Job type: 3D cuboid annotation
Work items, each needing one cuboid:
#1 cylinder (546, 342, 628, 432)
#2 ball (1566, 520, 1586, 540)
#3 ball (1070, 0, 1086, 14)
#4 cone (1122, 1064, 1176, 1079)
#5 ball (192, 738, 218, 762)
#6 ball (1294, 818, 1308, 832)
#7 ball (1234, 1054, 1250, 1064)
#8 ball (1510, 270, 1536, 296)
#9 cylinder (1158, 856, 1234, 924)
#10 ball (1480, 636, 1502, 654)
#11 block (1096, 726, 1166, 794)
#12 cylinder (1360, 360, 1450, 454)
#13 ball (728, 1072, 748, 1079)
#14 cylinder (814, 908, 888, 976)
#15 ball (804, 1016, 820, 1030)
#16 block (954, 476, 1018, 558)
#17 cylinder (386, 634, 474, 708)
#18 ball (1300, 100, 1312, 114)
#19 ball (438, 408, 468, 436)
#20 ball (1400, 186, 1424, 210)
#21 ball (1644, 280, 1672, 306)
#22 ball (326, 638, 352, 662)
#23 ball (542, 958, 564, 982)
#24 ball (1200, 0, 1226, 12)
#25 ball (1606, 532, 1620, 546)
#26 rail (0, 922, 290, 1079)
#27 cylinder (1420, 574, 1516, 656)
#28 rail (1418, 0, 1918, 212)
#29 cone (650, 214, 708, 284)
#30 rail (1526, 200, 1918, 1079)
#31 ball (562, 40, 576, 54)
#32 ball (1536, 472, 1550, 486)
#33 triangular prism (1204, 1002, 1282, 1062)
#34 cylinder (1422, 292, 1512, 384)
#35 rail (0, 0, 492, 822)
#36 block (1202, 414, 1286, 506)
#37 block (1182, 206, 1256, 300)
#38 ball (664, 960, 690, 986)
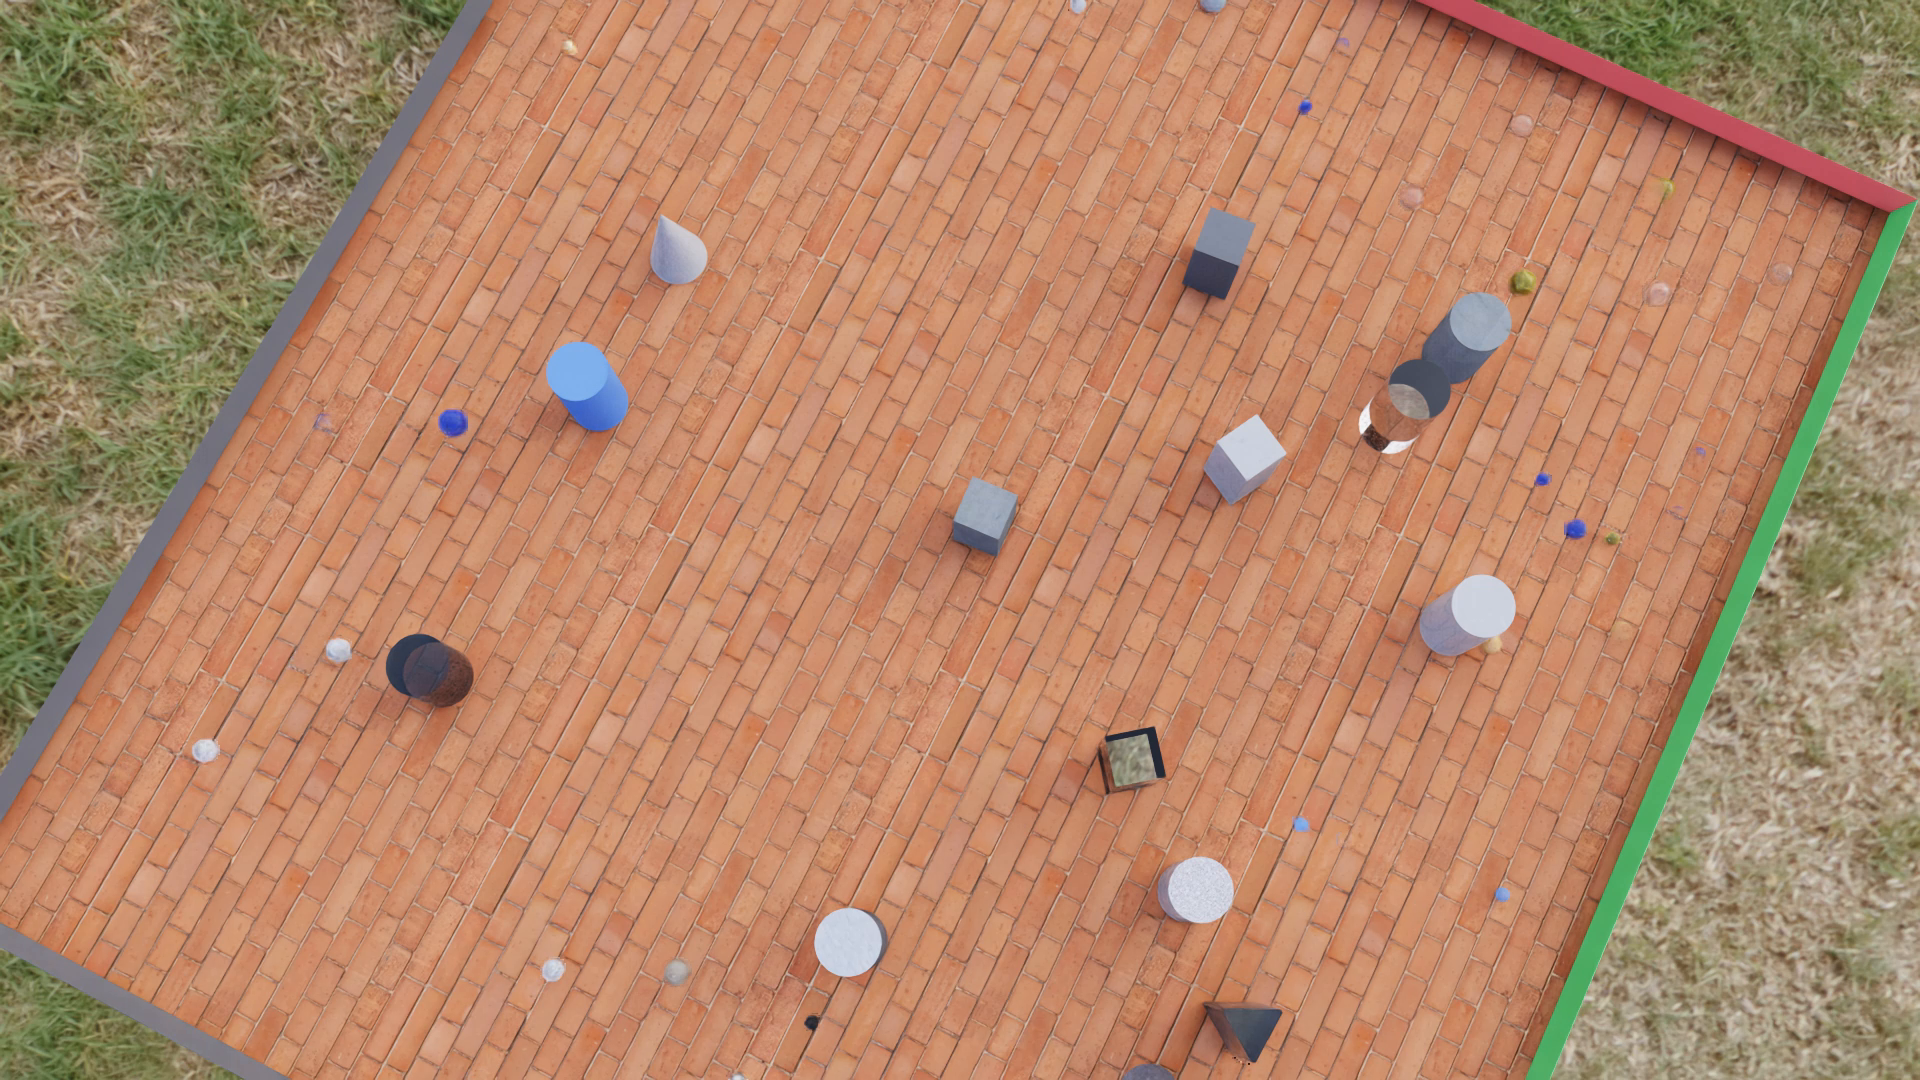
[{"bbox_3d":[-1.122,-0.460,5.539,0.181,0.338,0.181,0,78,0],"label":"cylinder"},{"bbox_3d":[1.881,-0.033,5.592,0.061,0.061,0.061,0,78,0],"label":"ball"},{"bbox_3d":[0.383,-1.738,5.948,0.053,0.053,0.053,0,78,0],"label":"ball"},{"bbox_3d":[0.545,1.570,5.116,0.181,0.344,0.181,0,78,0],"label":"cone"},{"bbox_3d":[-2.245,0.626,5.451,0.071,0.071,0.071,0,78,0],"label":"ball"},{"bbox_3d":[1.009,0.842,5.421,0.042,0.042,0.042,0,78,0],"label":"ball"},{"bbox_3d":[0.820,1.479,5.280,0.057,0.057,0.057,0,78,0],"label":"ball"},{"bbox_3d":[1.765,-0.807,5.741,0.082,0.082,0.082,0,78,0],"label":"ball"},{"bbox_3d":[0.672,1.005,5.254,0.181,0.303,0.181,0,78,0],"label":"cylinder"},{"bbox_3d":[1.598,0.312,5.517,0.063,0.063,0.063,0,78,0],"label":"ball"},{"bbox_3d":[0.493,0.642,5.315,0.145,0.331,0.145,-11,79,-2],"label":"block"},{"bbox_3d":[1.330,-0.396,5.496,0.181,0.395,0.181,0,78,0],"label":"cylinder"},{"bbox_3d":[-0.638,1.557,5.265,0.058,0.058,0.058,0,78,0],"label":"ball"},{"bbox_3d":[-0.302,1.131,5.162,0.181,0.433,0.181,0,78,0],"label":"cylinder"},{"bbox_3d":[-0.428,1.398,5.306,0.041,0.041,0.041,0,78,0],"label":"ball"},{"bbox_3d":[0.075,-0.067,5.494,0.145,0.266,0.145,23,79,5],"label":"block"},{"bbox_3d":[-1.558,0.387,5.396,0.181,0.274,0.181,0,78,0],"label":"cylinder"},{"bbox_3d":[1.110,-1.391,5.882,0.042,0.042,0.042,0,78,0],"label":"ball"},{"bbox_3d":[-1.564,-0.361,5.646,0.088,0.088,0.088,0,78,0],"label":"ball"},{"bbox_3d":[1.432,-1.084,5.802,0.076,0.076,0.076,0,78,0],"label":"ball"},{"bbox_3d":[2.184,-0.774,5.735,0.081,0.081,0.081,0,78,0],"label":"ball"},{"bbox_3d":[-1.869,0.332,5.510,0.074,0.074,0.074,0,78,0],"label":"ball"},{"bbox_3d":[-1.183,1.250,5.325,0.065,0.065,0.065,0,78,0],"label":"ball"},{"bbox_3d":[0.821,-1.755,5.934,0.088,0.088,0.088,0,78,0],"label":"ball"},{"bbox_3d":[1.992,-0.003,5.595,0.043,0.043,0.043,0,78,0],"label":"ball"},{"bbox_3d":[-1.019,2.003,5.141,4.384,0.118,0.045,26,80,5],"label":"rail"},{"bbox_3d":[1.485,0.225,5.379,0.181,0.373,0.181,0,78,0],"label":"cylinder"},{"bbox_3d":[1.019,-1.990,5.966,4.384,0.118,0.045,26,80,5],"label":"rail"},{"bbox_3d":[-0.890,-0.932,5.622,0.181,0.366,0.181,0,78,0],"label":"cone"},{"bbox_3d":[1.939,0.956,5.358,0.045,0.118,4.606,26,80,5],"label":"rail"},{"bbox_3d":[-1.264,-1.594,5.922,0.046,0.046,0.046,0,78,0],"label":"ball"},{"bbox_3d":[1.791,-0.186,5.634,0.041,0.041,0.041,0,78,0],"label":"ball"},{"bbox_3d":[0.766,1.339,5.121,0.136,0.429,0.157,31,80,6],"label":"triangular prism"},{"bbox_3d":[1.535,-0.610,5.568,0.181,0.341,0.181,0,78,0],"label":"cylinder"},{"bbox_3d":[-1.939,-0.943,5.750,0.045,0.118,4.606,26,80,5],"label":"rail"},{"bbox_3d":[0.850,-0.236,5.498,0.145,0.327,0.145,-34,80,-7],"label":"block"},{"bbox_3d":[0.795,-0.879,5.642,0.145,0.306,0.145,22,79,4],"label":"block"},{"bbox_3d":[-0.822,1.255,5.319,0.075,0.075,0.075,0,78,0],"label":"ball"}]
